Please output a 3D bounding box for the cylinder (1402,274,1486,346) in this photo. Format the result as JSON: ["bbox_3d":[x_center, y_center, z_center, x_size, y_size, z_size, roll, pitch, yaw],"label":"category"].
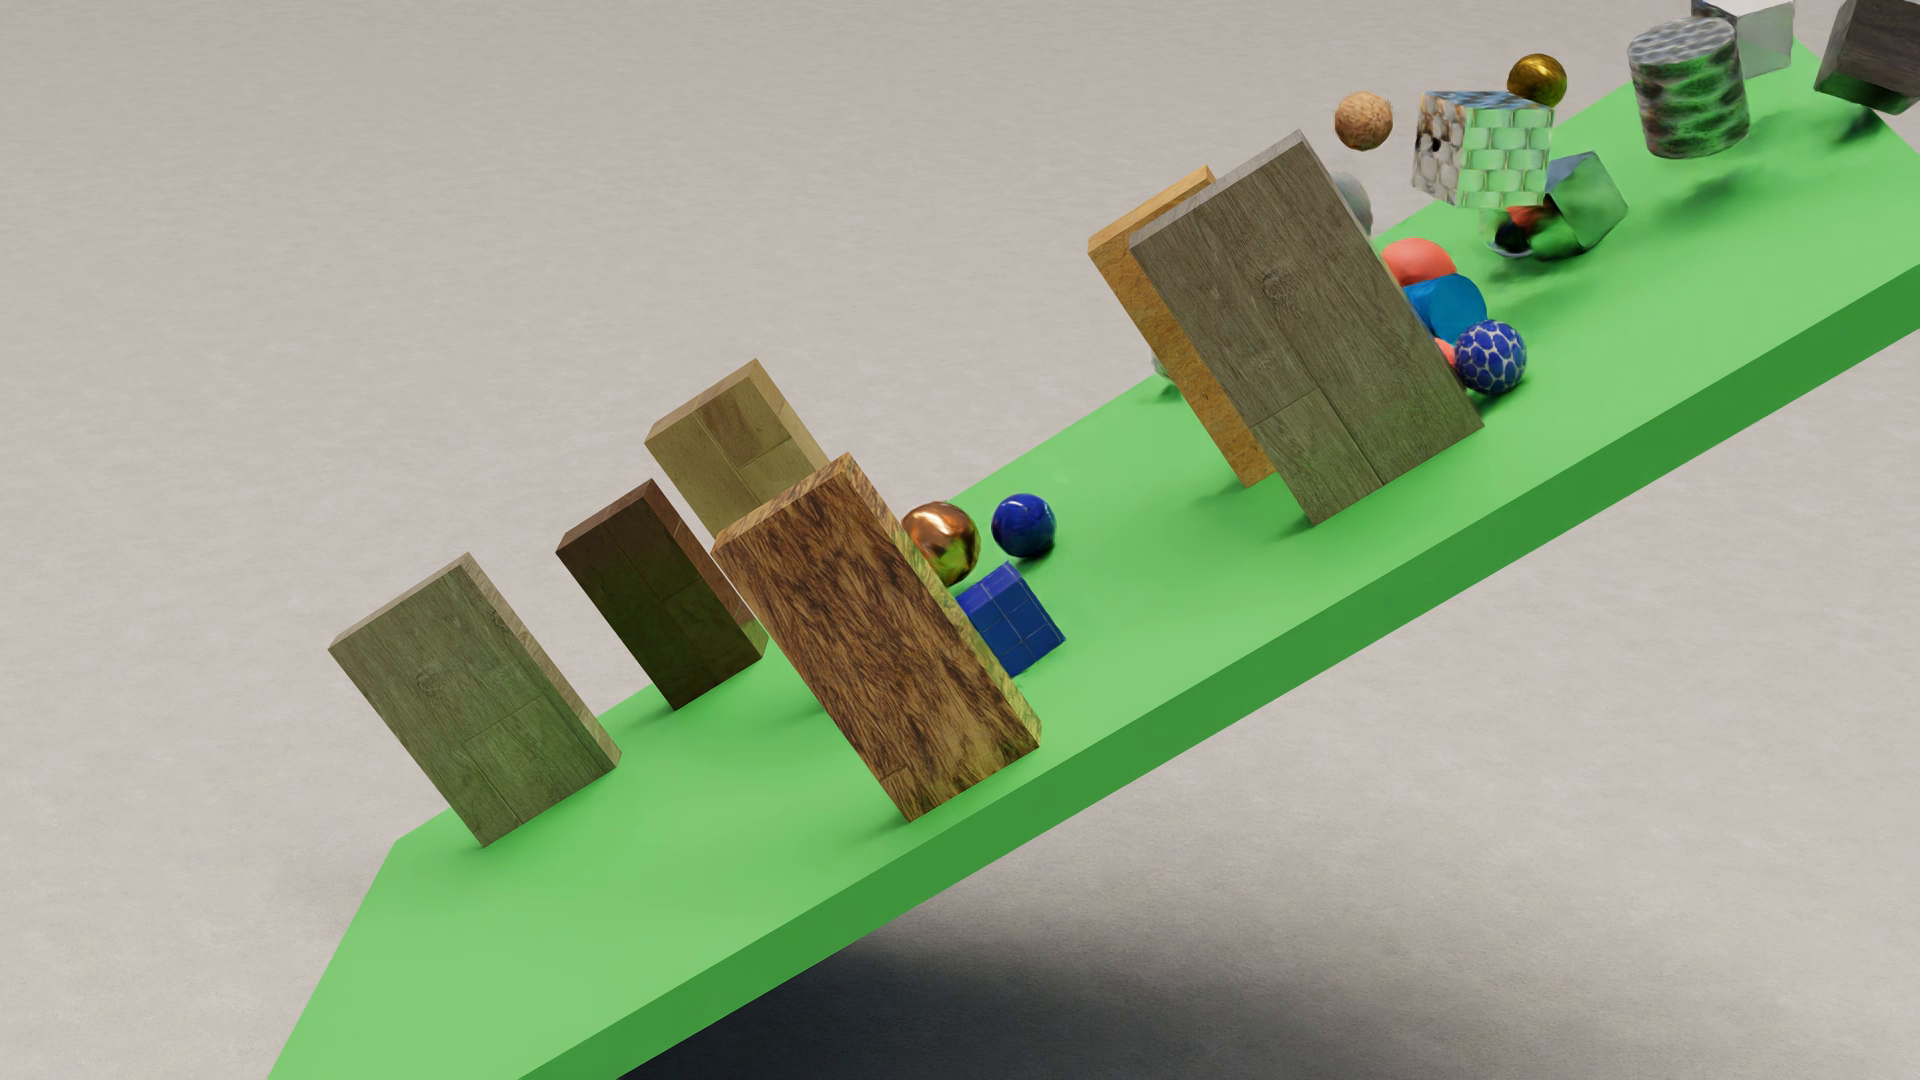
[{"bbox_3d":[0.952,-0.446,5.929,0.155,0.155,0.155,-13,-1,-31],"label":"cylinder"}]

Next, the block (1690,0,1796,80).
[{"bbox_3d":[1.571,-1.024,5.915,0.142,0.142,0.142,-18,34,-19],"label":"block"}]

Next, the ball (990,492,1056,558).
[{"bbox_3d":[0.140,-0.031,6.441,0.144,0.144,0.144,0,21,0],"label":"ball"}]

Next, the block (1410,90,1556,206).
[{"bbox_3d":[1.034,-0.776,5.825,0.193,0.193,0.193,-2,19,-19],"label":"block"}]

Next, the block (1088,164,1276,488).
[{"bbox_3d":[0.537,-0.428,5.931,0.280,0.591,0.121,-31,16,14],"label":"block"}]

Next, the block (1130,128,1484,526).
[{"bbox_3d":[0.646,-0.390,5.479,0.371,0.645,0.103,-31,16,14],"label":"block"}]

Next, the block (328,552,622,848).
[{"bbox_3d":[-1.160,0.387,7.049,0.403,0.620,0.085,-31,16,14],"label":"block"}]

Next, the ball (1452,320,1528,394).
[{"bbox_3d":[1.000,-0.345,5.551,0.140,0.140,0.140,0,21,0],"label":"ball"}]

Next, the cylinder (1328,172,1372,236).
[{"bbox_3d":[0.725,-0.669,6.154,0.192,0.192,0.192,-8,22,-35],"label":"cylinder"}]

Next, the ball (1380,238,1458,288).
[{"bbox_3d":[0.950,-0.542,6.168,0.185,0.185,0.185,0,21,0],"label":"ball"}]

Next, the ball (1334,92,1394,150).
[{"bbox_3d":[0.824,-0.855,6.007,0.120,0.120,0.120,0,21,0],"label":"ball"}]

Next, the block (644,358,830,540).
[{"bbox_3d":[-0.353,-0.015,6.349,0.274,0.717,0.131,-31,16,14],"label":"block"}]

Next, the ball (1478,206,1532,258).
[{"bbox_3d":[1.161,-0.666,6.158,0.151,0.151,0.151,0,21,0],"label":"ball"}]

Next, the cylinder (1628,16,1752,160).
[{"bbox_3d":[1.422,-0.881,5.731,0.205,0.205,0.205,-15,29,9],"label":"cylinder"}]

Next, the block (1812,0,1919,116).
[{"bbox_3d":[1.750,-0.927,5.595,0.169,0.169,0.169,18,-2,3],"label":"block"}]

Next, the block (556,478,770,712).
[{"bbox_3d":[-0.717,0.133,7.114,0.263,0.492,0.133,-31,16,14],"label":"block"}]

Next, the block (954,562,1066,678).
[{"bbox_3d":[0.090,0.167,5.920,0.159,0.159,0.159,-36,15,-1],"label":"block"}]

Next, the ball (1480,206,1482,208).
[{"bbox_3d":[1.194,-0.770,6.386,0.159,0.159,0.159,0,21,0],"label":"ball"}]

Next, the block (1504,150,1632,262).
[{"bbox_3d":[1.244,-0.683,6.032,0.151,0.151,0.151,-42,16,-23],"label":"block"}]

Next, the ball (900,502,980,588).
[{"bbox_3d":[-0.050,0.012,6.489,0.192,0.192,0.192,0,21,0],"label":"ball"}]

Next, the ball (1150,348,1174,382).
[{"bbox_3d":[0.511,-0.433,6.887,0.130,0.130,0.130,0,21,0],"label":"ball"}]

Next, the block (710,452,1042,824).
[{"bbox_3d":[-0.150,0.185,5.450,0.295,0.643,0.109,-31,16,14],"label":"block"}]

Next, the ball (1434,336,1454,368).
[{"bbox_3d":[0.900,-0.320,5.677,0.147,0.147,0.147,0,21,0],"label":"ball"}]

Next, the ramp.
[{"bbox_3d":[0.138,0.172,6.299,4.000,0.100,2.000,-31,16,14],"label":"ramp"}]

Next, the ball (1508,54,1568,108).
[{"bbox_3d":[1.203,-0.952,6.131,0.123,0.123,0.123,0,21,0],"label":"ball"}]
